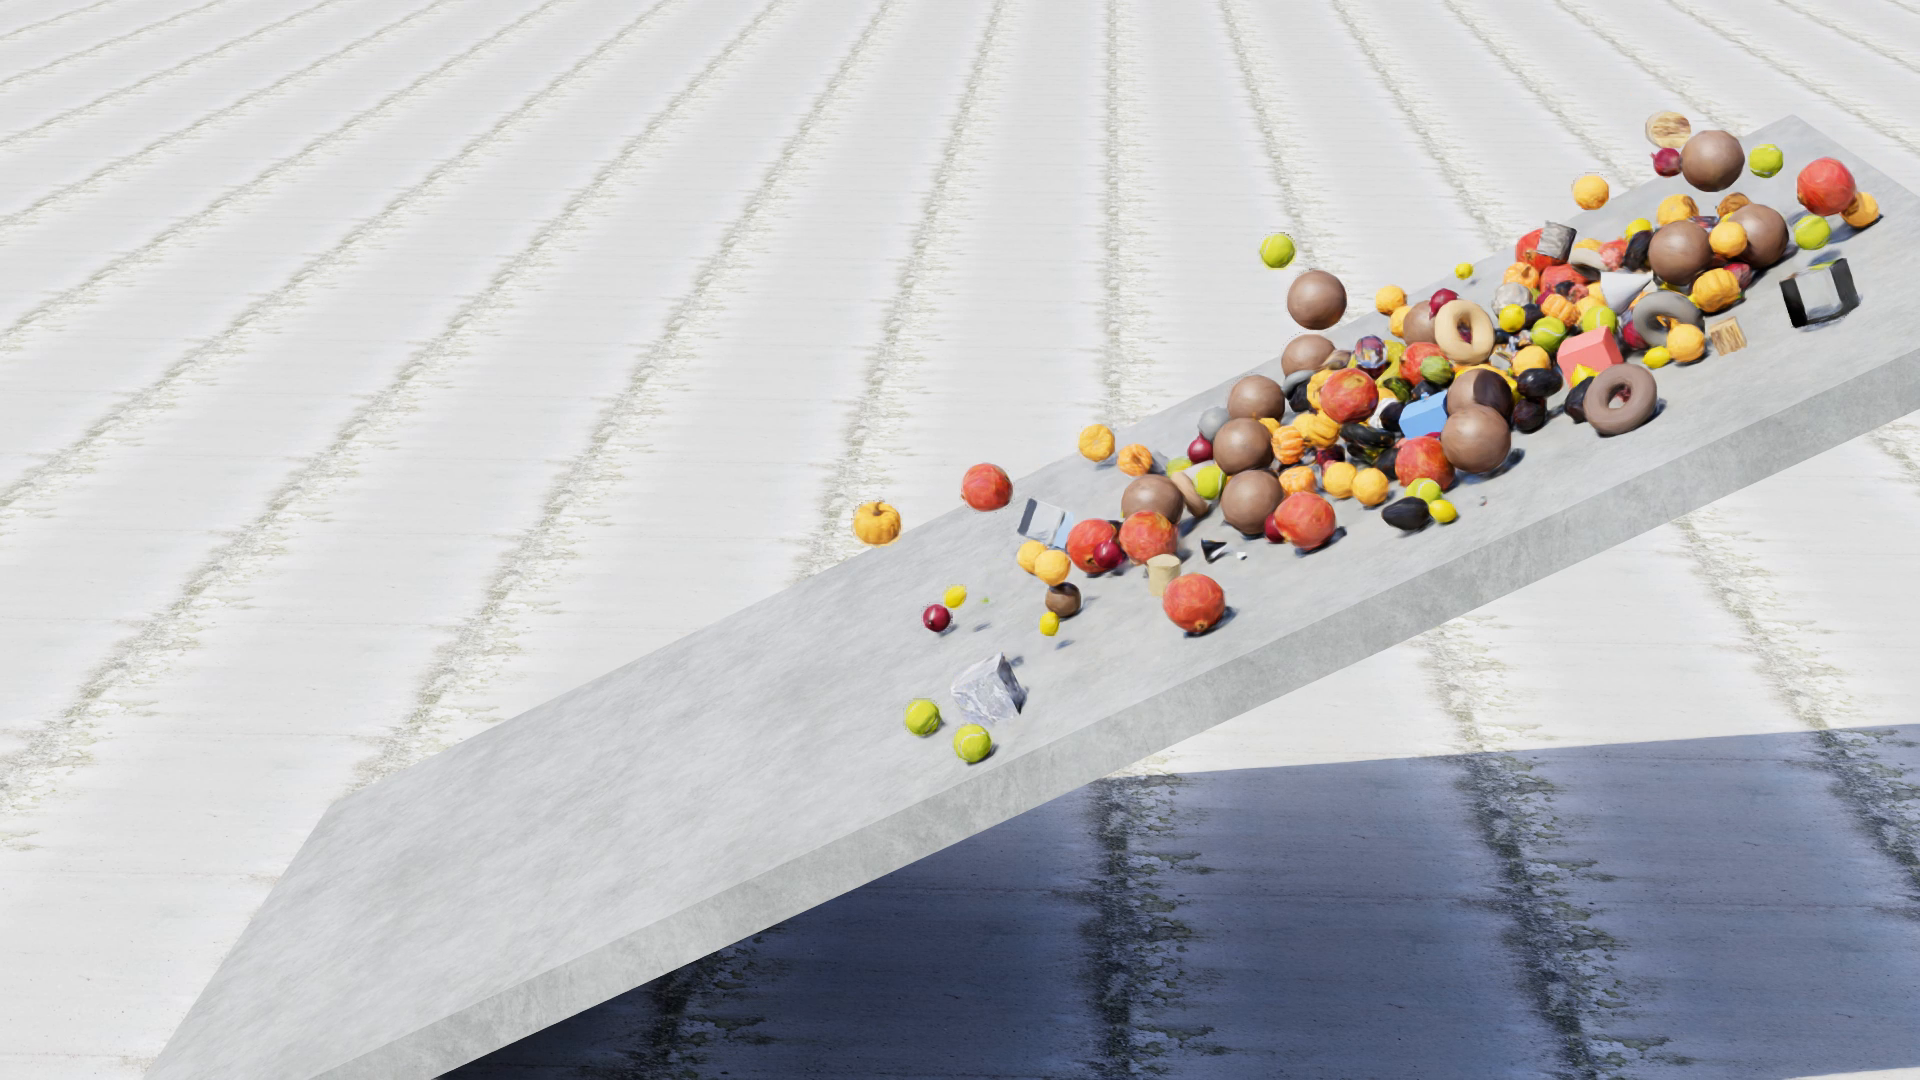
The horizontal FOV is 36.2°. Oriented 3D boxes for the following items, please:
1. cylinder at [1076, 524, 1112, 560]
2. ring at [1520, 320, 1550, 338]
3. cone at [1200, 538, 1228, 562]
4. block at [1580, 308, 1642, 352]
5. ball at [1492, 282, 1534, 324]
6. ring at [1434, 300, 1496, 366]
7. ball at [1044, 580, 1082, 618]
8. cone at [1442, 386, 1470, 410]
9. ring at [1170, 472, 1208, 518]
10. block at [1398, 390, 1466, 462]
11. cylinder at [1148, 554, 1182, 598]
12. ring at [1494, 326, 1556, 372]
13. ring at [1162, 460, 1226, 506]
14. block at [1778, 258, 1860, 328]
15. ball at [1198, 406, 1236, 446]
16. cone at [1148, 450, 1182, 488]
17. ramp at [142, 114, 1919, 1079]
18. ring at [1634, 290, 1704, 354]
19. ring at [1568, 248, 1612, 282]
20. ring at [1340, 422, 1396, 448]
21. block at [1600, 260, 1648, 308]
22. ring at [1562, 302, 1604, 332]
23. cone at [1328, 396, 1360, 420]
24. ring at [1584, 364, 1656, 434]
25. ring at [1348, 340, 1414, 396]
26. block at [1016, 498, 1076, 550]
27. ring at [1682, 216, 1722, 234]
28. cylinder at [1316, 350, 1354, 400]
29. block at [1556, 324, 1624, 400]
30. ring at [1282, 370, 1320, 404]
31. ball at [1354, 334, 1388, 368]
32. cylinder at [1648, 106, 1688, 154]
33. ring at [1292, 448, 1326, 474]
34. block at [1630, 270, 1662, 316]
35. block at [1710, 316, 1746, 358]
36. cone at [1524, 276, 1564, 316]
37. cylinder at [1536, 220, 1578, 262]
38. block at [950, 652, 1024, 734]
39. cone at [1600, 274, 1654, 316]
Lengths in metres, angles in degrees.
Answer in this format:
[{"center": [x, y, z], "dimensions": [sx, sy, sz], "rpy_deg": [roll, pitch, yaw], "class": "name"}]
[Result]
[{"center": [0.285, 0.005, 6.271], "dimensions": [0.054, 0.054, 0.054], "rpy_deg": [-33, 29, -20], "class": "cylinder"}, {"center": [1.196, -0.431, 6.175], "dimensions": [0.094, 0.031, 0.094], "rpy_deg": [-25, 15, 7], "class": "ring"}, {"center": [0.509, 0.014, 5.824], "dimensions": [0.050, 0.050, 0.050], "rpy_deg": [-18, 13, 13], "class": "cone"}, {"center": [1.285, -0.412, 5.798], "dimensions": [0.080, 0.080, 0.080], "rpy_deg": [-29, 4, -4], "class": "block"}, {"center": [1.129, -0.484, 6.010], "dimensions": [0.085, 0.085, 0.085], "rpy_deg": [0, 17, 0], "class": "ball"}, {"center": [0.954, -0.391, 5.559], "dimensions": [0.134, 0.134, 0.045], "rpy_deg": [-11, -11, -32], "class": "ring"}, {"center": [0.209, 0.120, 5.948], "dimensions": [0.075, 0.075, 0.075], "rpy_deg": [0, 17, 0], "class": "ball"}, {"center": [0.988, -0.294, 5.915], "dimensions": [0.053, 0.053, 0.053], "rpy_deg": [21, 10, -20], "class": "cone"}, {"center": [0.480, -0.095, 6.152], "dimensions": [0.037, 0.111, 0.111], "rpy_deg": [-35, 19, 2], "class": "ring"}, {"center": [0.931, -0.225, 5.791], "dimensions": [0.092, 0.092, 0.092], "rpy_deg": [-21, 15, 24], "class": "block"}, {"center": [0.396, 0.070, 5.687], "dimensions": [0.063, 0.063, 0.063], "rpy_deg": [-4, 21, 2], "class": "cylinder"}, {"center": [1.132, -0.384, 5.907], "dimensions": [0.143, 0.048, 0.143], "rpy_deg": [26, -10, 5], "class": "ring"}, {"center": [0.503, -0.121, 6.328], "dimensions": [0.150, 0.050, 0.150], "rpy_deg": [-27, 13, 6], "class": "ring"}, {"center": [1.570, -0.451, 5.370], "dimensions": [0.090, 0.090, 0.090], "rpy_deg": [-26, 9, -40], "class": "block"}, {"center": [0.577, -0.255, 6.600], "dimensions": [0.086, 0.086, 0.086], "rpy_deg": [0, 17, 0], "class": "ball"}, {"center": [0.470, -0.152, 6.529], "dimensions": [0.083, 0.083, 0.083], "rpy_deg": [10, 19, 23], "class": "cone"}, {"center": [0.139, 0.168, 6.281], "dimensions": [4.000, 0.100, 2.000], "rpy_deg": [-25, 14, 10], "class": "ramp"}, {"center": [1.345, -0.414, 5.583], "dimensions": [0.139, 0.139, 0.046], "rpy_deg": [10, 48, 31], "class": "ring"}, {"center": [1.310, -0.572, 6.108], "dimensions": [0.097, 0.032, 0.097], "rpy_deg": [29, -12, 7], "class": "ring"}, {"center": [0.799, -0.204, 5.764], "dimensions": [0.111, 0.037, 0.111], "rpy_deg": [12, 5, -1], "class": "ring"}, {"center": [1.363, -0.500, 5.978], "dimensions": [0.091, 0.091, 0.091], "rpy_deg": [-22, 14, 21], "class": "block"}, {"center": [1.282, -0.458, 6.040], "dimensions": [0.094, 0.031, 0.094], "rpy_deg": [-7, 35, 5], "class": "ring"}, {"center": [0.794, -0.265, 6.129], "dimensions": [0.058, 0.058, 0.058], "rpy_deg": [-21, 19, -3], "class": "cone"}, {"center": [1.206, -0.257, 5.372], "dimensions": [0.143, 0.143, 0.048], "rpy_deg": [19, -12, 47], "class": "ring"}, {"center": [0.903, -0.369, 6.313], "dimensions": [0.148, 0.049, 0.148], "rpy_deg": [-14, 44, 14], "class": "ring"}, {"center": [0.188, -0.036, 6.391], "dimensions": [0.082, 0.082, 0.082], "rpy_deg": [21, 4, 25], "class": "block"}, {"center": [1.492, -0.635, 5.916], "dimensions": [0.076, 0.025, 0.076], "rpy_deg": [-6, 17, 2], "class": "ring"}, {"center": [0.838, -0.365, 6.496], "dimensions": [0.088, 0.088, 0.088], "rpy_deg": [6, 25, 18], "class": "cylinder"}, {"center": [1.217, -0.342, 5.668], "dimensions": [0.094, 0.094, 0.094], "rpy_deg": [-21, 16, 26], "class": "block"}, {"center": [0.765, -0.343, 6.574], "dimensions": [0.094, 0.094, 0.031], "rpy_deg": [-3, 48, -11], "class": "ring"}, {"center": [0.847, -0.387, 6.057], "dimensions": [0.070, 0.070, 0.070], "rpy_deg": [0, 17, 0], "class": "ball"}, {"center": [1.472, -0.853, 6.118], "dimensions": [0.079, 0.079, 0.079], "rpy_deg": [4, -7, 13], "class": "cylinder"}, {"center": [0.722, -0.164, 6.087], "dimensions": [0.080, 0.027, 0.080], "rpy_deg": [-30, 1, 1], "class": "ring"}, {"center": [1.367, -0.475, 5.889], "dimensions": [0.084, 0.084, 0.084], "rpy_deg": [-24, 14, 20], "class": "block"}, {"center": [1.433, -0.380, 5.488], "dimensions": [0.051, 0.051, 0.051], "rpy_deg": [-22, 14, 21], "class": "block"}, {"center": [1.260, -0.506, 6.303], "dimensions": [0.093, 0.093, 0.093], "rpy_deg": [-13, 30, -37], "class": "cone"}, {"center": [1.261, -0.632, 6.216], "dimensions": [0.070, 0.070, 0.070], "rpy_deg": [17, 7, -2], "class": "cylinder"}, {"center": [0.053, 0.290, 5.570], "dimensions": [0.098, 0.098, 0.098], "rpy_deg": [-24, 14, 14], "class": "block"}, {"center": [1.305, -0.494, 5.700], "dimensions": [0.092, 0.092, 0.092], "rpy_deg": [-27, -1, 35], "class": "cone"}]
